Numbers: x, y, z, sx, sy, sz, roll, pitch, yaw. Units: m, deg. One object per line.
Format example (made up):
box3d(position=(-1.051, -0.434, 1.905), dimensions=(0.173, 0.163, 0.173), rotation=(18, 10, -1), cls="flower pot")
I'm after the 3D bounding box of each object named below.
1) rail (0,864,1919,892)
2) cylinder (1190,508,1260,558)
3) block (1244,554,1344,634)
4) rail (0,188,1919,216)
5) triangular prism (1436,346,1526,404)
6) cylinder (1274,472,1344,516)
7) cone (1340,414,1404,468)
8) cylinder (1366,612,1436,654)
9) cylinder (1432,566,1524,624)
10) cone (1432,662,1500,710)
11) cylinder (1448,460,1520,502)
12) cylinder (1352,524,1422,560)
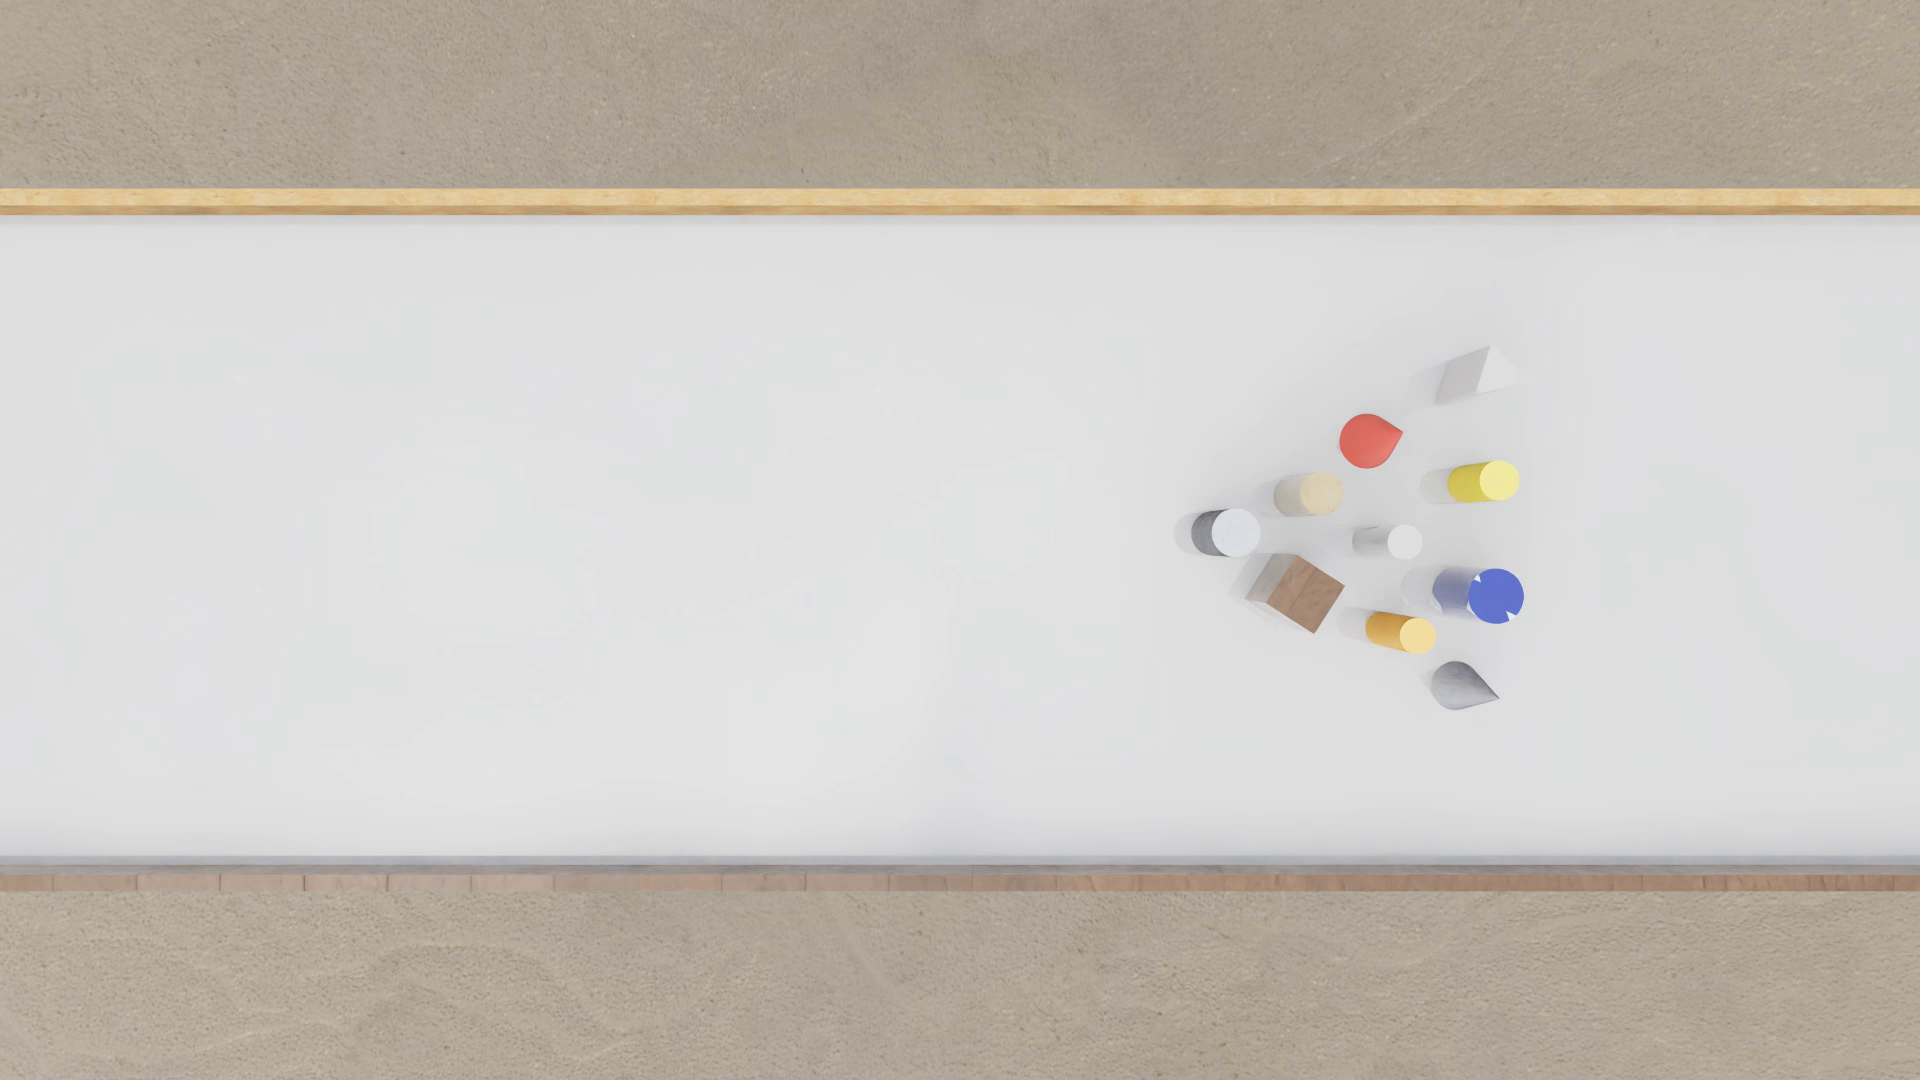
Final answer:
box3d(position=(-2.247, 1.025, 5.001), dimensions=(12.000, 0.150, 0.050), rotation=(0, 90, 0), cls="rail")
box3d(position=(0.780, -0.020, 4.867), dimensions=(0.138, 0.420, 0.138), rotation=(0, 90, 0), cls="cylinder")
box3d(position=(0.989, 0.156, 4.899), dimensions=(0.165, 0.355, 0.165), rotation=(33, 90, 0), cls="block")
box3d(position=(-2.247, -1.025, 5.002), dimensions=(12.000, 0.150, 0.050), rotation=(0, 90, 0), cls="rail")
box3d(position=(1.517, -0.492, 4.870), dimensions=(0.141, 0.414, 0.122), rotation=(-13, 90, 0), cls="triangular prism")
box3d(position=(1.027, -0.132, 4.878), dimensions=(0.123, 0.397, 0.123), rotation=(0, 90, 0), cls="cylinder")
box3d(position=(1.253, -0.304, 4.865), dimensions=(0.170, 0.424, 0.170), rotation=(0, 90, 0), cls="cone")
box3d(position=(1.300, 0.273, 4.878), dimensions=(0.104, 0.397, 0.104), rotation=(0, 90, 0), cls="cylinder")
box3d(position=(1.533, 0.161, 4.896), dimensions=(0.160, 0.361, 0.160), rotation=(0, 90, 0), cls="cylinder")
box3d(position=(1.525, 0.448, 4.865), dimensions=(0.151, 0.422, 0.151), rotation=(0, 90, 0), cls="cone")
box3d(position=(1.559, -0.172, 4.920), dimensions=(0.116, 0.313, 0.116), rotation=(0, 90, 0), cls="cylinder")
box3d(position=(1.257, 0.006, 4.867), dimensions=(0.100, 0.418, 0.100), rotation=(0, 90, 0), cls="cylinder")
